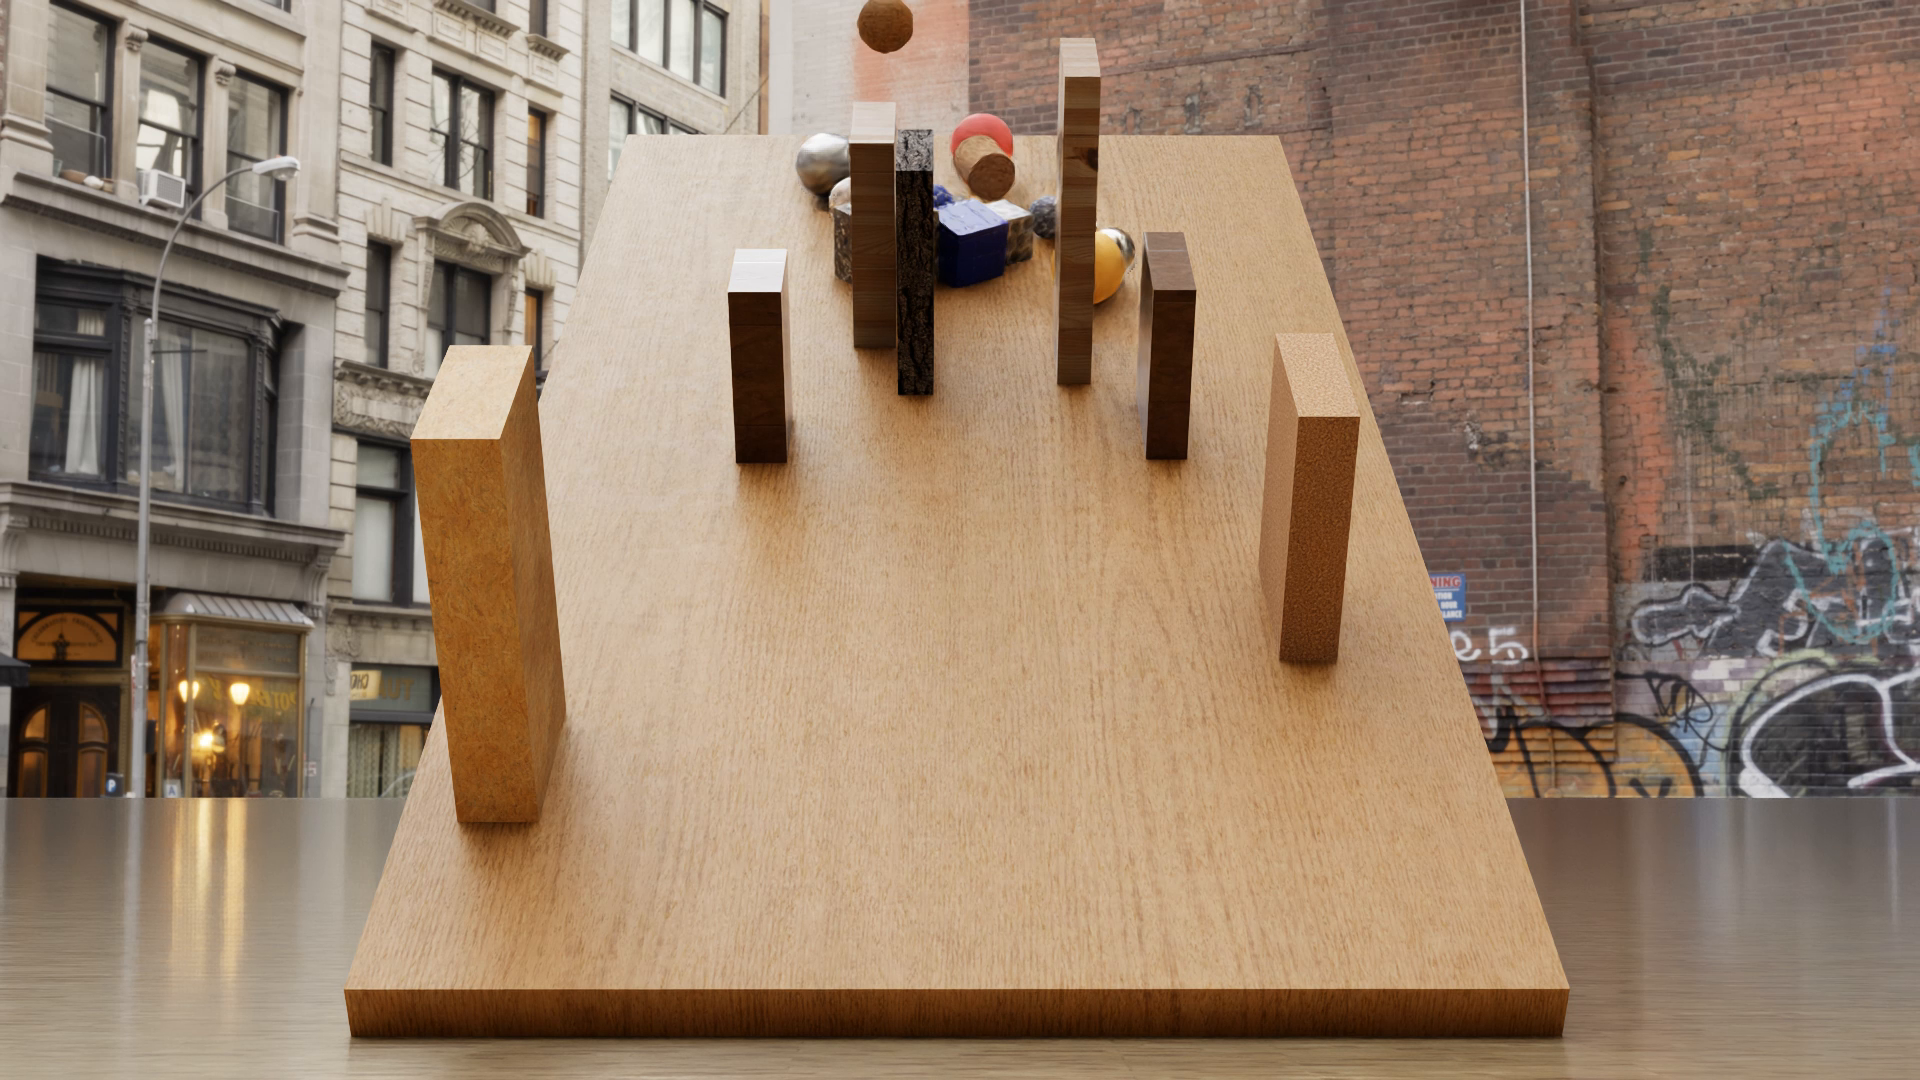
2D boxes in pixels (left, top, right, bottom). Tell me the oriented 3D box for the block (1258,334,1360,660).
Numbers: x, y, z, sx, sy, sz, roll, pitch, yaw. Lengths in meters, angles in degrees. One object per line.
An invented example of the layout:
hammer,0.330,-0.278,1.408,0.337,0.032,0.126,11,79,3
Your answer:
block,0.694,-0.088,4.830,0.116,0.543,0.373,0,30,0

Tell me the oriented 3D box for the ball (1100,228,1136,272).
ball,0.403,-0.766,6.409,0.130,0.130,0.130,0,-6,0

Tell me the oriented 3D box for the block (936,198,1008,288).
block,0.012,-0.793,6.435,0.159,0.159,0.159,-19,42,-30

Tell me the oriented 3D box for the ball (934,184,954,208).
ball,-0.084,-0.893,6.502,0.140,0.140,0.140,0,-6,0

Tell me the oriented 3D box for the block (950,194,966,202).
block,-0.057,-0.880,6.649,0.117,0.117,0.117,8,31,14

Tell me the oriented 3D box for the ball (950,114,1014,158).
ball,0.065,-1.159,7.071,0.185,0.185,0.185,0,-6,0

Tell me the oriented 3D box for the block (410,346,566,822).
block,-0.828,0.081,4.290,0.146,0.772,0.360,0,30,0

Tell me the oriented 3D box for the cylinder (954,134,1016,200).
cylinder,0.070,-1.061,6.854,0.140,0.140,0.140,3,30,-23

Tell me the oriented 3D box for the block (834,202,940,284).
block,-0.194,-0.787,6.401,0.198,0.198,0.198,-23,37,-35

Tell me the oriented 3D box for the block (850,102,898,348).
block,-0.214,-0.794,6.066,0.106,0.541,0.296,0,30,0

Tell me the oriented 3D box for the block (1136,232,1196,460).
block,0.475,-0.453,5.590,0.095,0.424,0.335,0,30,0

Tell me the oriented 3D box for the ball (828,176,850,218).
ball,-0.291,-0.938,6.714,0.151,0.151,0.151,0,-6,0

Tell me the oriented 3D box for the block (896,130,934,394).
block,-0.107,-0.670,5.815,0.086,0.575,0.277,0,30,0

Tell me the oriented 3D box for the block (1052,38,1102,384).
block,0.279,-0.789,5.820,0.083,0.780,0.282,0,30,0

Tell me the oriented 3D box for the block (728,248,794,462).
block,-0.455,-0.422,5.528,0.118,0.426,0.244,0,30,0

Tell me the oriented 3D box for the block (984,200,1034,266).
block,0.106,-0.832,6.549,0.130,0.130,0.130,-19,35,-30

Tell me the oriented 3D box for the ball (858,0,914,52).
ball,-0.218,-1.510,7.059,0.165,0.165,0.165,0,-6,0

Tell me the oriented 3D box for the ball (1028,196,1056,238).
ball,0.247,-0.894,6.673,0.119,0.119,0.119,0,-6,0

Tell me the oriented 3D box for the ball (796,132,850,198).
ball,-0.378,-1.075,6.919,0.187,0.187,0.187,0,-6,0

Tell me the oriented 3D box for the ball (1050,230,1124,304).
ball,0.331,-0.711,6.275,0.194,0.194,0.194,0,-6,0

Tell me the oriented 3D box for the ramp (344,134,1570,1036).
ramp,-0.013,-0.213,5.694,2.000,0.100,4.000,0,30,0
